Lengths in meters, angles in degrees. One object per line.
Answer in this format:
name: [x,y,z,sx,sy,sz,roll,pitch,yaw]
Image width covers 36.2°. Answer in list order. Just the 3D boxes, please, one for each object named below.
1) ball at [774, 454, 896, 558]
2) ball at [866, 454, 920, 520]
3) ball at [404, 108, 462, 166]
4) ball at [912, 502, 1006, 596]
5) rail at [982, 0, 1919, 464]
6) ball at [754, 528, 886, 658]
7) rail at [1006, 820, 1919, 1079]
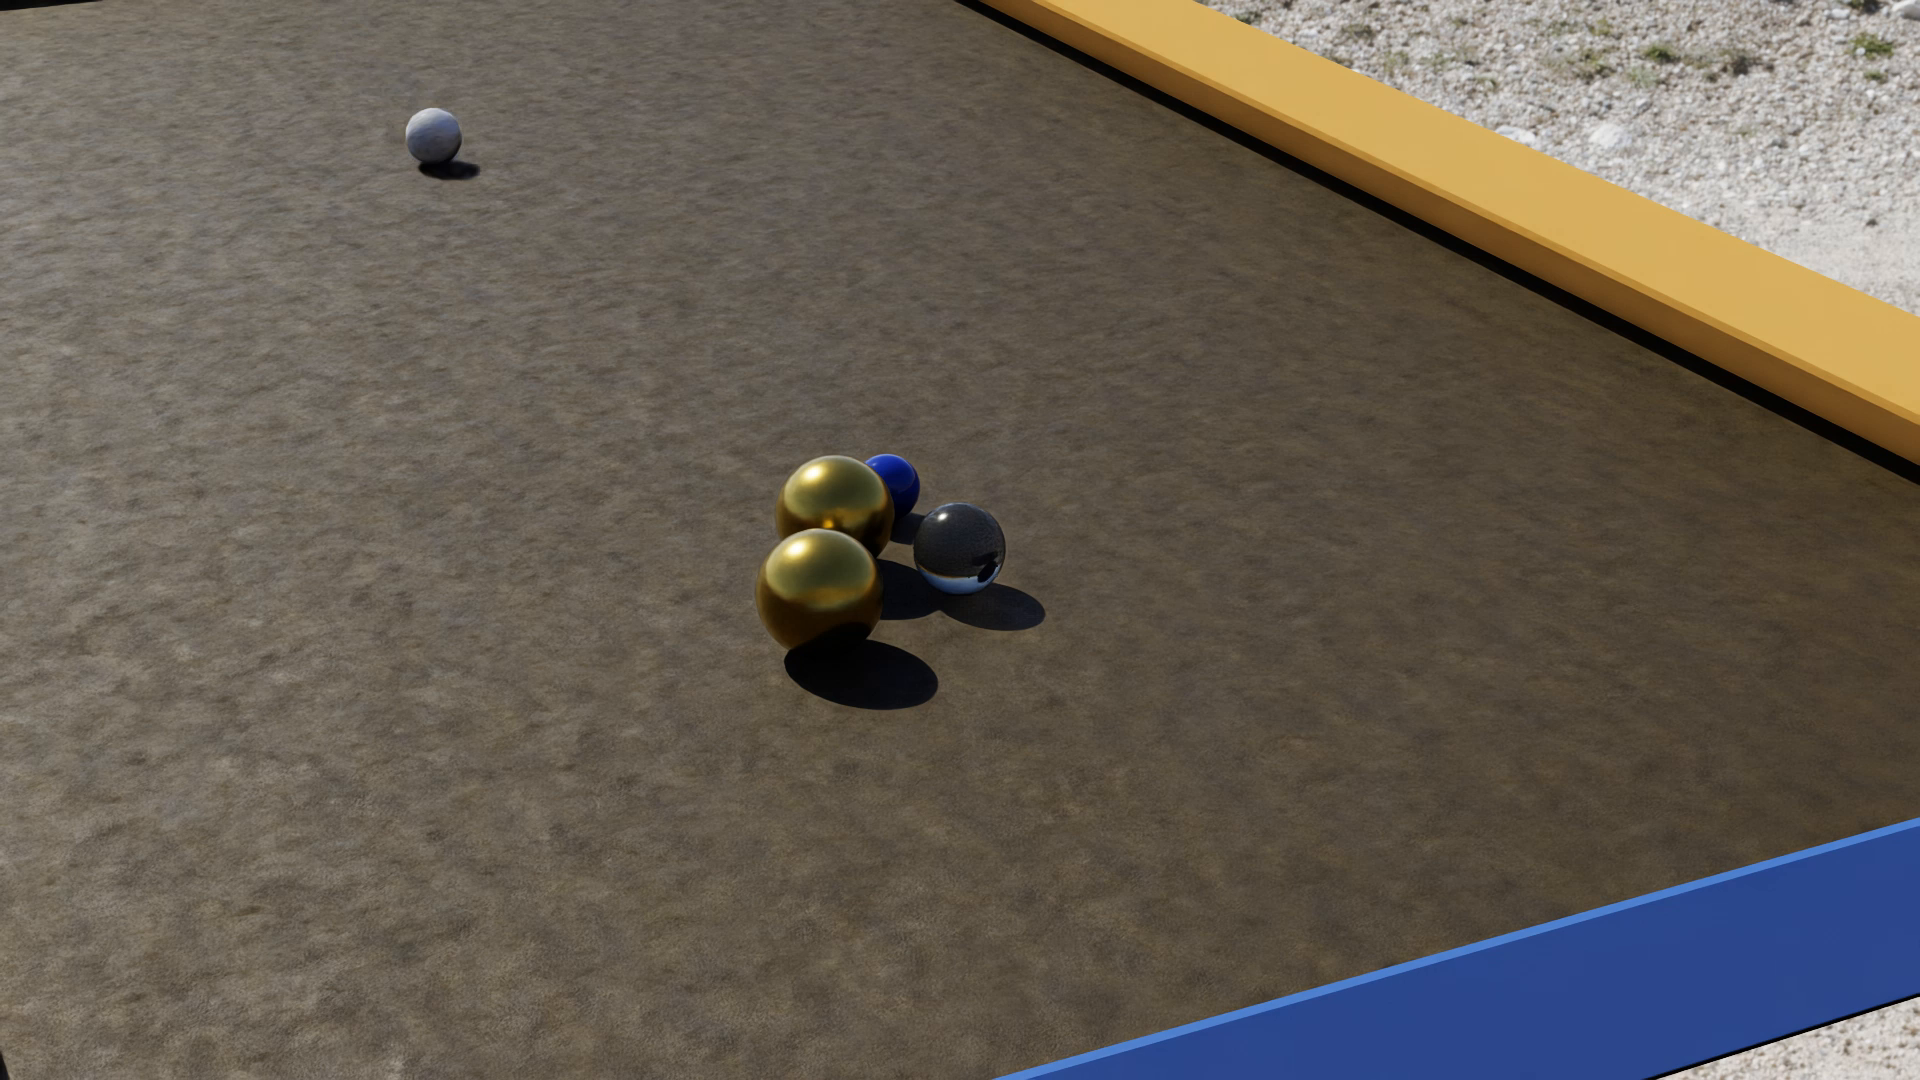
ball: [-0.093,-0.019,2.184,0.089,0.089,0.089,0,24,0]
ball: [-0.057,-0.041,2.277,0.053,0.053,0.053,0,24,0]
ball: [-0.560,-0.429,3.131,0.060,0.060,0.060,0,24,0]
ball: [0.000,0.006,2.153,0.069,0.069,0.069,0,24,0]
rail: [0.380,-0.431,3.062,0.045,0.118,2.932,-11,27,-24]
ball: [-0.098,0.037,2.058,0.091,0.091,0.091,0,24,0]
rail: [0.310,0.241,1.569,1.606,0.118,0.045,-11,27,-24]
